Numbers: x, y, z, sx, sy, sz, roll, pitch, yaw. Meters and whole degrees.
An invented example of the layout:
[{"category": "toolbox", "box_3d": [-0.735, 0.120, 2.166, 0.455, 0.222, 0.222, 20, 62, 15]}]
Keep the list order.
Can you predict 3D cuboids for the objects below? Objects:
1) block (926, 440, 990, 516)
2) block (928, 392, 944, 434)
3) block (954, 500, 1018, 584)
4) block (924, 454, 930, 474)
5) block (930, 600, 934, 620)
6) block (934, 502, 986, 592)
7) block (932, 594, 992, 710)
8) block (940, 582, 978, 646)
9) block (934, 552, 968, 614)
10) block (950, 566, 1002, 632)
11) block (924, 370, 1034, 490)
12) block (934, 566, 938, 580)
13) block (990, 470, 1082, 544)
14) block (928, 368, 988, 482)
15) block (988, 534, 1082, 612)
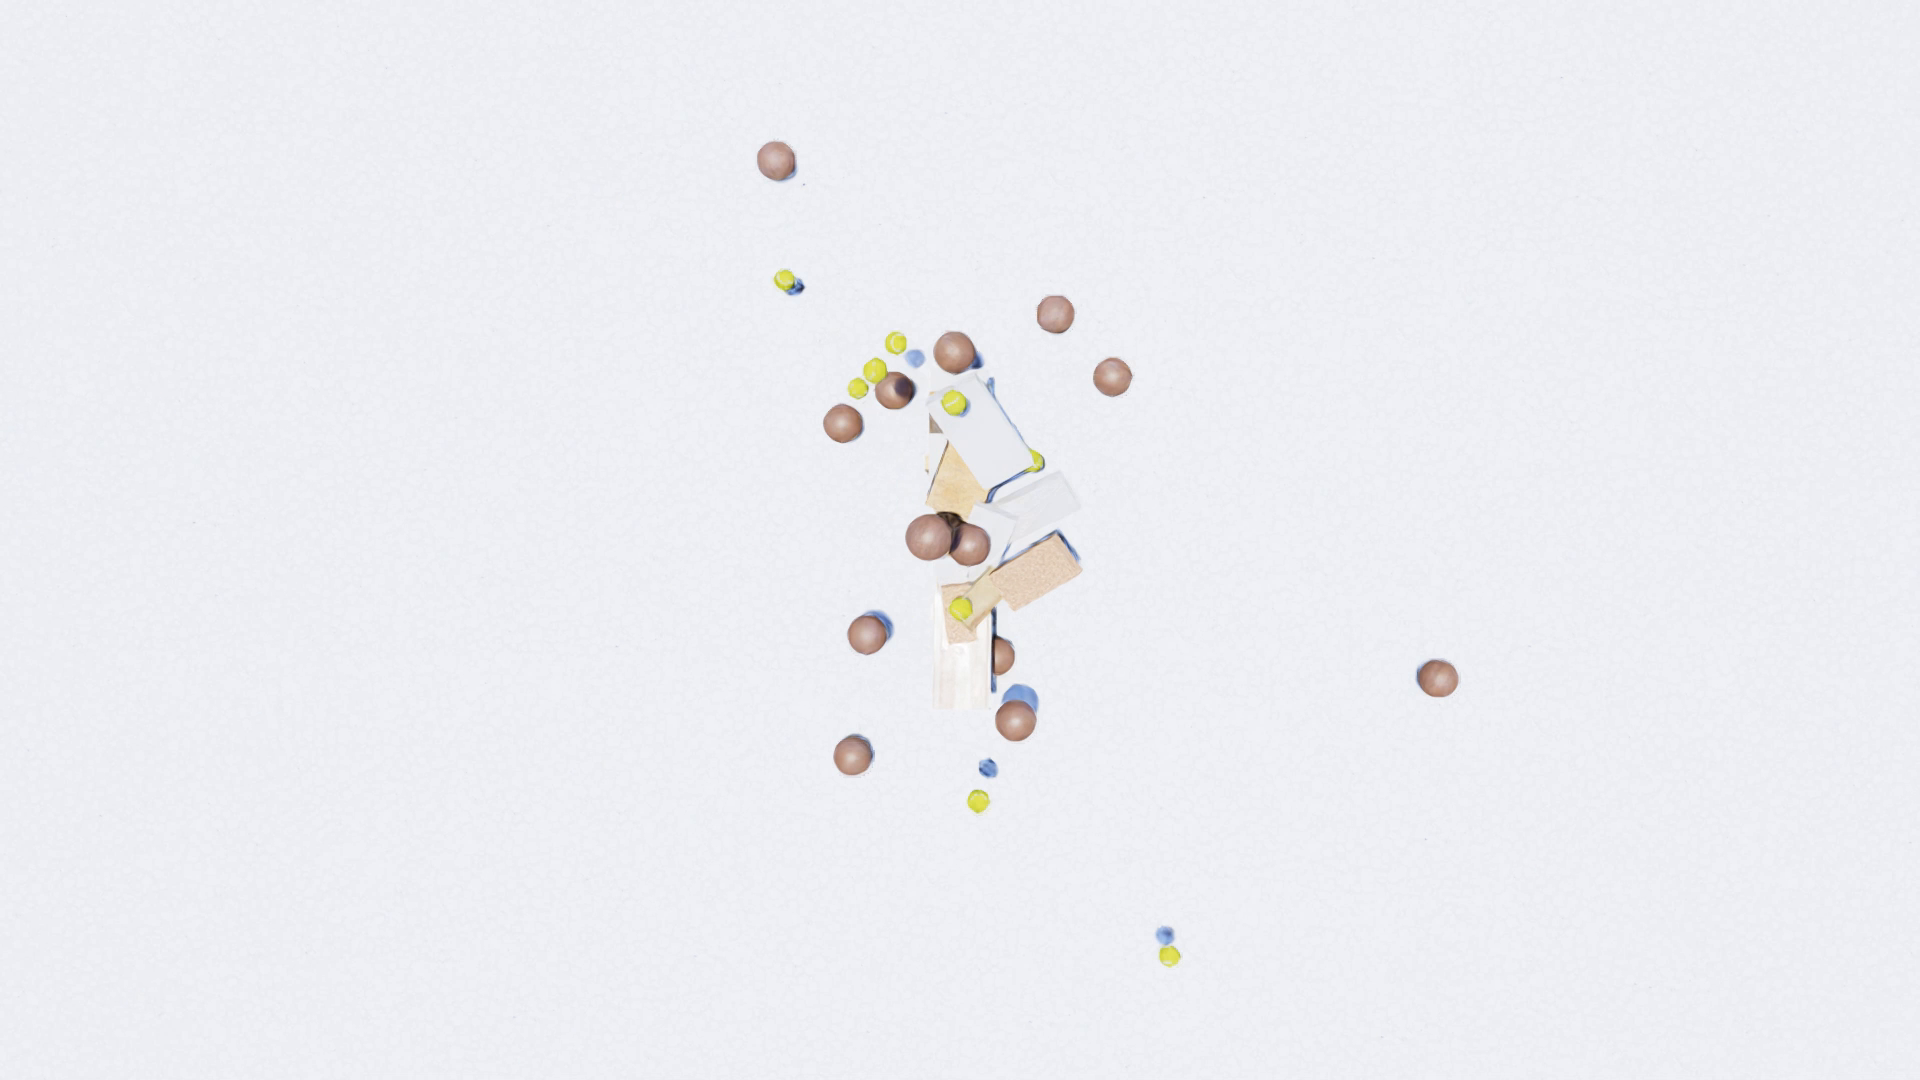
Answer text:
[{"category": "block", "box_3d": [0.024, -0.218, 4.966, 0.167, 0.358, 0.047, 14, 47, -8]}, {"category": "block", "box_3d": [-0.009, -0.380, 4.930, 0.167, 0.335, 0.047, 0, 81, 0]}, {"category": "block", "box_3d": [0.062, 0.026, 5.045, 0.138, 0.039, 0.275, 22, 115, -2]}, {"category": "block", "box_3d": [-0.021, -0.240, 5.324, 0.175, 0.350, 0.050, 0, 90, 0]}, {"category": "block", "box_3d": [-0.005, 0.229, 5.323, 0.177, 0.354, 0.050, 4, 90, 0]}, {"category": "block", "box_3d": [0.005, -0.010, 5.146, 0.165, 0.047, 0.329, -3, 90, 0]}, {"category": "block", "box_3d": [0.006, 0.347, 5.121, 0.177, 0.050, 0.354, 1, 90, 0]}, {"category": "block", "box_3d": [-0.003, 0.226, 5.054, 0.094, 0.027, 0.187, -7, 108, 0]}, {"category": "block", "box_3d": [-0.019, 0.138, 5.053, 0.094, 0.027, 0.187, -9, 108, 1]}, {"category": "block", "box_3d": [0.063, 0.179, 5.011, 0.094, 0.027, 0.187, 48, 69, -17]}, {"category": "block", "box_3d": [0.058, -0.313, 4.777, 0.167, 0.047, 0.335, -28, 120, 14]}, {"category": "block", "box_3d": [-0.001, 0.106, 5.335, 0.165, 0.329, 0.047, 0, 89, 0]}, {"category": "block", "box_3d": [0.203, -0.089, 5.042, 0.303, 0.039, 0.138, -26, 123, 15]}, {"category": "block", "box_3d": [-0.005, -0.355, 5.124, 0.175, 0.050, 0.350, 1, 90, 0]}, {"category": "block", "box_3d": [0.223, 0.099, 4.923, 0.275, 0.039, 0.138, -32, 97, 39]}]
